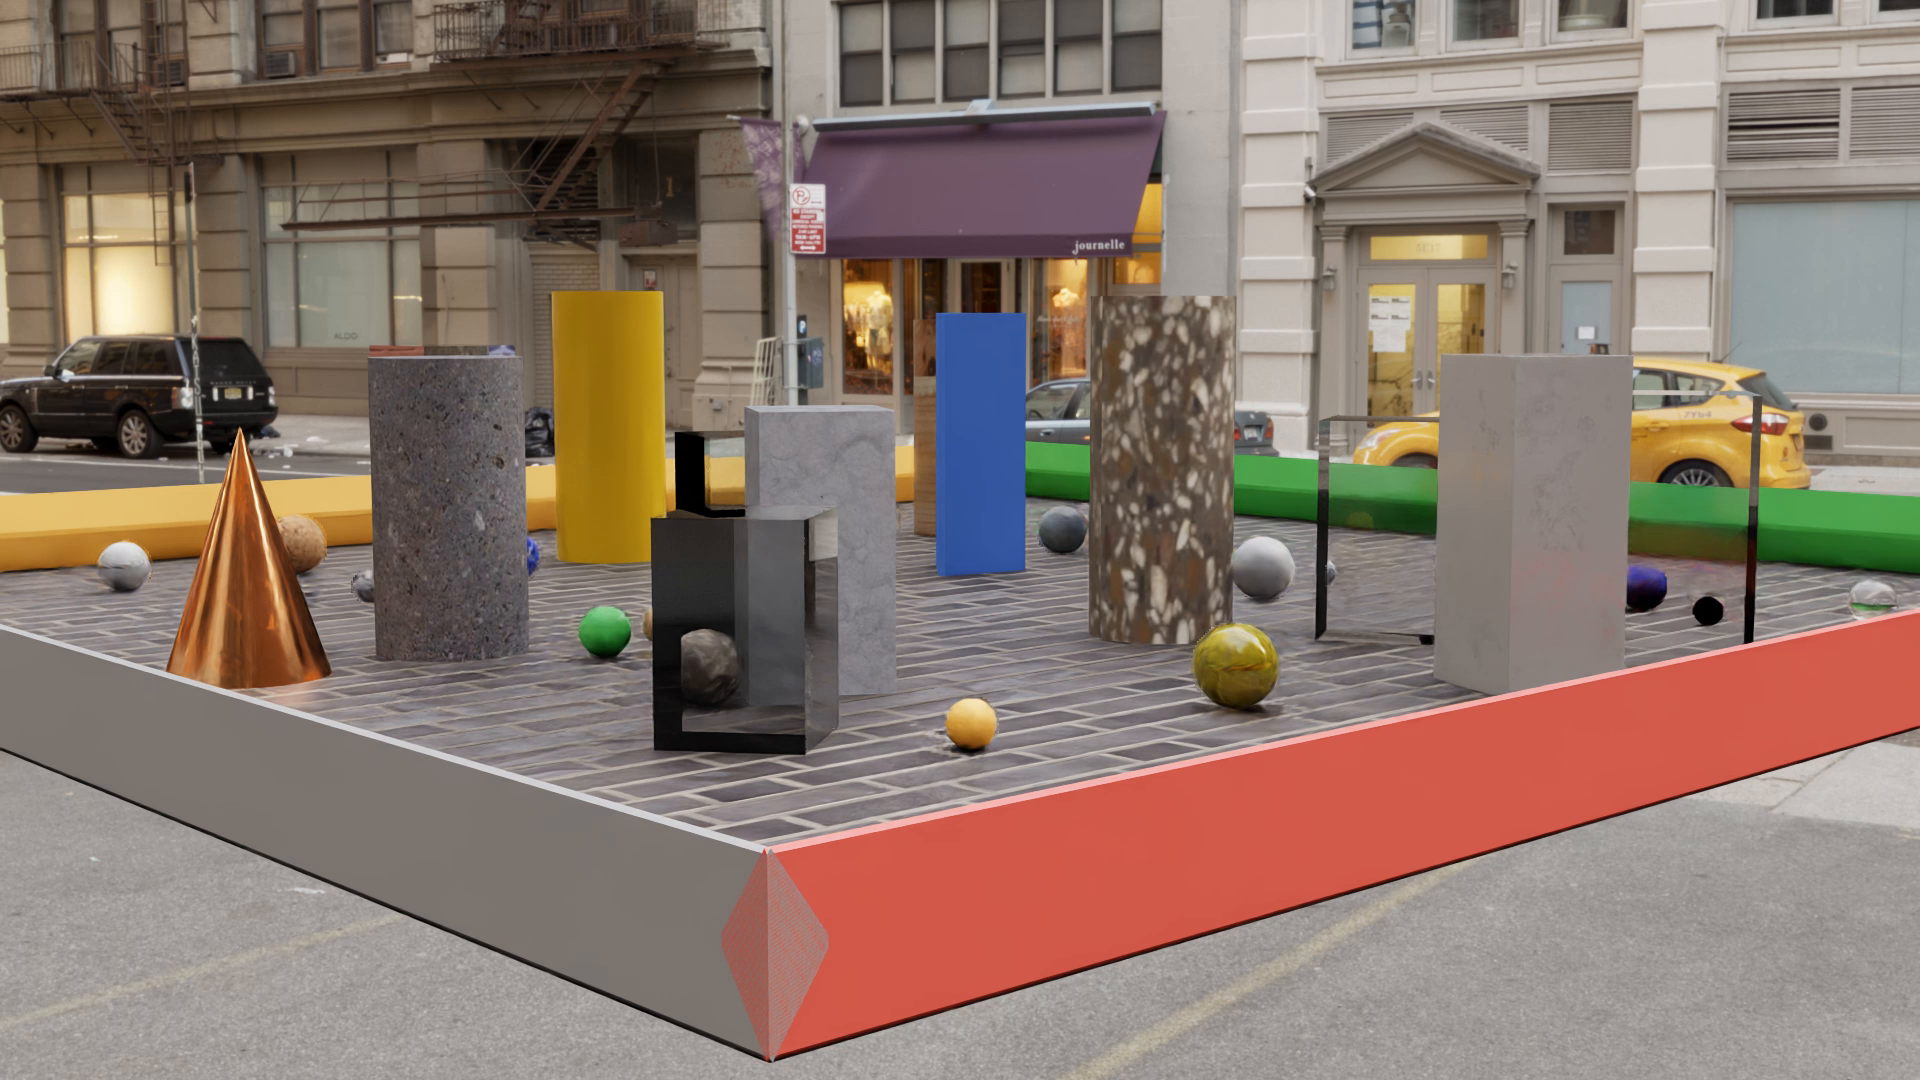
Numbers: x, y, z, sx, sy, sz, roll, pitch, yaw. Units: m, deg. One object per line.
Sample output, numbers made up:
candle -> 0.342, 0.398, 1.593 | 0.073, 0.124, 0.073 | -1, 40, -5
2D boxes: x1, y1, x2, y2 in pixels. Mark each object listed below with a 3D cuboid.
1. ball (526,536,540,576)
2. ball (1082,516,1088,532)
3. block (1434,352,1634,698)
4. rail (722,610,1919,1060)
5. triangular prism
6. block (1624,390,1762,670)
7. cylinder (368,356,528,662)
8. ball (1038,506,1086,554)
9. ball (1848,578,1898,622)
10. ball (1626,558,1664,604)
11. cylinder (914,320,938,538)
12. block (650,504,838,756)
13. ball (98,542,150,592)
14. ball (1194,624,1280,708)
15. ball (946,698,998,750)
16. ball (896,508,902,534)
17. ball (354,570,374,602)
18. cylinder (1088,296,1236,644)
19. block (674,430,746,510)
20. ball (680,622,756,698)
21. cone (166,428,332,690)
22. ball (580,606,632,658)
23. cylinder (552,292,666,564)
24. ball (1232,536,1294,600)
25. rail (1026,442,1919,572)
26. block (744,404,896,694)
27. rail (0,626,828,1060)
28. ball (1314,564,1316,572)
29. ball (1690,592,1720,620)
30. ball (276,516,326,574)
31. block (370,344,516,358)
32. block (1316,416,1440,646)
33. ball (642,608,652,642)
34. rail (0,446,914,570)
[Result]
ball -> -0.735, 0.027, 3.629 | 0.081, 0.081, 0.081 | 0, 6, 0
ball -> 0.225, -0.027, 4.296 | 0.050, 0.050, 0.050 | 0, 6, 0
block -> 0.675, -0.022, 2.601 | 0.158, 0.393, 0.158 | -2, 6, -20
rail -> 0.951, 0.140, 2.307 | 2.940, 0.128, 0.045 | -5, 8, -42
triangular prism -> 0.001, -0.169, 3.782 | 0.171, 0.440, 0.148 | -4, 7, -33
block -> 0.896, -0.011, 2.726 | 0.158, 0.343, 0.158 | 1, 6, 14
cylinder -> -0.666, -0.046, 2.871 | 0.197, 0.384, 0.197 | 0, 6, 0
ball -> 0.187, -0.018, 4.006 | 0.087, 0.087, 0.087 | 0, 6, 0
ball -> 1.296, 0.088, 3.124 | 0.065, 0.065, 0.065 | 0, 6, 0
ball -> 1.031, 0.063, 3.333 | 0.071, 0.071, 0.071 | 0, 6, 0
cylinder -> 0.006, -0.226, 4.388 | 0.197, 0.426, 0.197 | 0, 6, 0
block -> -0.221, 0.089, 2.286 | 0.158, 0.237, 0.158 | 1, 6, 9
ball -> -1.330, 0.042, 3.496 | 0.079, 0.079, 0.079 | 0, 6, 0
ball -> 0.310, 0.141, 2.465 | 0.096, 0.096, 0.096 | 0, 6, 0
ball -> 0.011, 0.187, 2.235 | 0.052, 0.052, 0.052 | 0, 6, 0
ball -> -0.152, -0.037, 4.260 | 0.077, 0.077, 0.077 | 0, 6, 0
ball -> -0.902, 0.071, 3.360 | 0.049, 0.049, 0.049 | 0, 6, 0
cylinder -> 0.277, -0.101, 3.017 | 0.197, 0.463, 0.197 | 0, 6, 0
block -> -0.269, 0.006, 2.842 | 0.158, 0.287, 0.158 | -3, 6, -23
ball -> -0.278, 0.138, 2.534 | 0.087, 0.087, 0.087 | 0, 6, 0
cone -> -0.871, 0.013, 2.675 | 0.197, 0.306, 0.197 | 0, 6, 0
ball -> -0.457, 0.118, 2.830 | 0.066, 0.066, 0.066 | 0, 6, 0
cylinder -> -0.629, -0.206, 3.953 | 0.197, 0.478, 0.197 | 0, 6, 0
ball -> 0.468, 0.043, 3.399 | 0.097, 0.097, 0.097 | 0, 6, 0
rail -> 1.063, -0.069, 4.307 | 0.045, 0.128, 2.853 | -5, 8, -42
block -> -0.168, 0.008, 2.611 | 0.158, 0.329, 0.158 | -1, 6, -11
rail -> -1.063, 0.135, 2.356 | 0.045, 0.128, 2.853 | -5, 8, -42
ball -> 0.606, 0.047, 3.619 | 0.044, 0.044, 0.044 | 0, 6, 0
ball -> 1.074, 0.095, 3.172 | 0.041, 0.041, 0.041 | 0, 6, 0
ball -> -1.128, 0.007, 3.732 | 0.099, 0.099, 0.099 | 0, 6, 0
block -> -0.792, -0.103, 3.381 | 0.158, 0.391, 0.158 | -6, 8, -44
block -> 0.581, -0.017, 3.012 | 0.158, 0.297, 0.158 | 2, 6, 18
ball -> -0.388, 0.110, 2.864 | 0.053, 0.053, 0.053 | 0, 6, 0
rail -> -0.951, -0.074, 4.357 | 2.940, 0.128, 0.045 | -5, 8, -42
